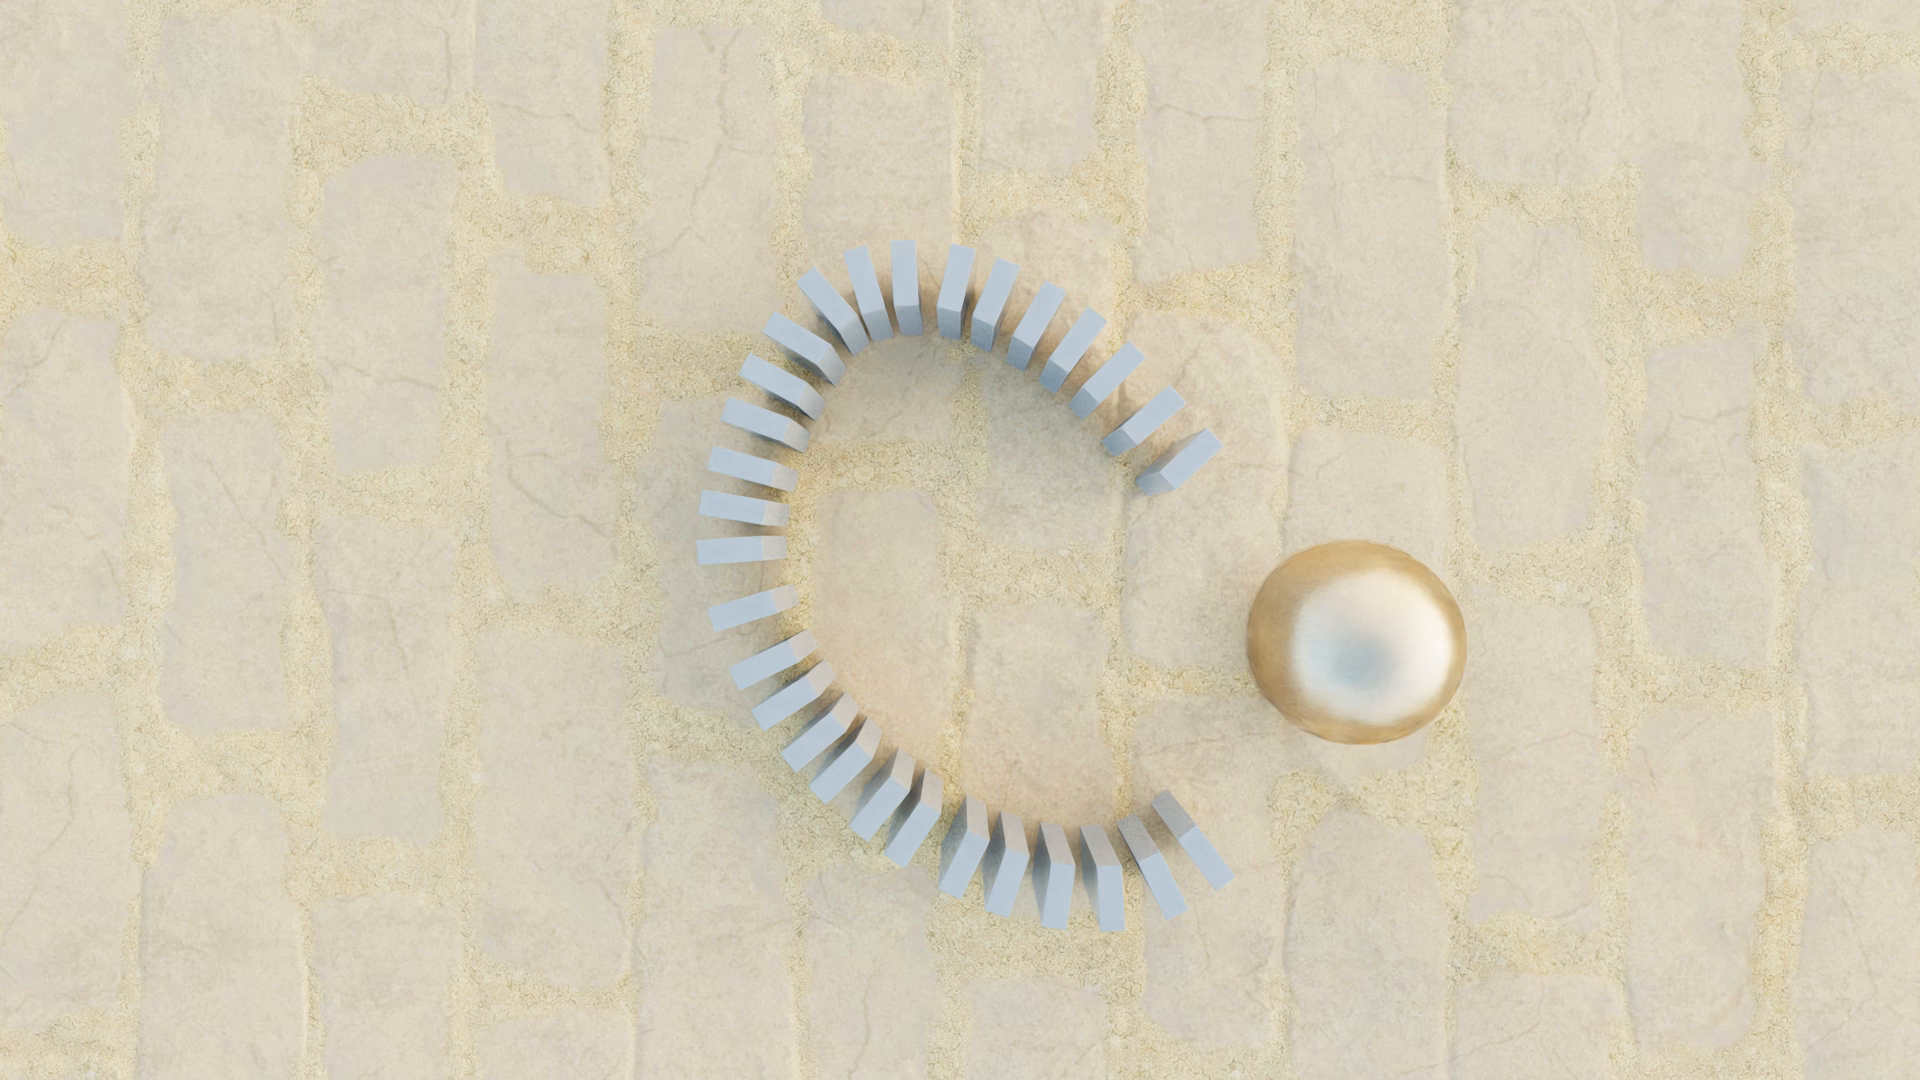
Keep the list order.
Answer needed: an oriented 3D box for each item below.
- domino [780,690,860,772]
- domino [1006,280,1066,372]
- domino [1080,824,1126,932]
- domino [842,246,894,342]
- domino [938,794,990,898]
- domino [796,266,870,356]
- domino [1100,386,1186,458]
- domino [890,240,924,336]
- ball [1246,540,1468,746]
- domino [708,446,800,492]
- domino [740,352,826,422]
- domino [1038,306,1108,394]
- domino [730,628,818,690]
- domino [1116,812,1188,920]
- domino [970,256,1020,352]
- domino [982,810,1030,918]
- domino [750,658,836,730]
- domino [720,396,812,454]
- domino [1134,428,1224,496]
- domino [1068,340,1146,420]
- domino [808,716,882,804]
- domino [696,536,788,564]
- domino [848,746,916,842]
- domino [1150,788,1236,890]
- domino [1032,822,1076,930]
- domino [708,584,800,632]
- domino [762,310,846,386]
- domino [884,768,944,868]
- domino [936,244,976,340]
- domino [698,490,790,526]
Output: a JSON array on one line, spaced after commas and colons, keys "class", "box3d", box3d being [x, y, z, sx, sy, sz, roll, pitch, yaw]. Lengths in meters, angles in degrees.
[{"class": "domino", "box3d": [-0.056, 0.077, 0.375, 0.025, 0.050, 0.010, -39, 90, 0]}, {"class": "domino", "box3d": [0.030, -0.086, 0.375, 0.009, 0.050, 0.025, 31, 90, 0]}, {"class": "domino", "box3d": [0.058, 0.137, 0.375, 0.009, 0.050, 0.025, -4, 90, 0]}, {"class": "domino", "box3d": [-0.037, -0.099, 0.375, 0.010, 0.050, 0.025, -17, 90, 0]}, {"class": "domino", "box3d": [0.002, 0.124, 0.375, 0.010, 0.050, 0.025, 26, 90, 0]}, {"class": "domino", "box3d": [-0.051, -0.092, 0.375, 0.009, 0.050, 0.025, -41, 90, 0]}, {"class": "domino", "box3d": [0.074, -0.048, 0.375, 0.025, 0.050, 0.009, -41, 90, 0]}, {"class": "domino", "box3d": [-0.021, -0.102, 0.375, 0.009, 0.050, 0.025, -3, 90, 0]}, {"class": "ball", "box3d": [0.154, 0.040, 0.360, 0.080, 0.080, 0.080, 0, 90, 0]}, {"class": "domino", "box3d": [-0.083, -0.028, 0.375, 0.025, 0.050, 0.010, 15, 90, 0]}, {"class": "domino", "box3d": [-0.071, -0.062, 0.375, 0.025, 0.050, 0.009, 28, 90, 0]}, {"class": "domino", "box3d": [0.045, -0.077, 0.375, 0.009, 0.050, 0.025, 37, 90, 0]}, {"class": "domino", "box3d": [-0.075, 0.048, 0.375, 0.025, 0.050, 0.009, -25, 90, 0]}, {"class": "domino", "box3d": [0.078, 0.132, 0.375, 0.010, 0.050, 0.025, -26, 90, 0]}, {"class": "domino", "box3d": [0.014, -0.095, 0.375, 0.009, 0.050, 0.025, 23, 90, 0]}, {"class": "domino", "box3d": [0.018, 0.131, 0.375, 0.009, 0.050, 0.025, 19, 90, 0]}, {"class": "domino", "box3d": [-0.067, 0.062, 0.375, 0.025, 0.050, 0.010, -33, 90, 0]}, {"class": "domino", "box3d": [-0.078, -0.046, 0.375, 0.025, 0.050, 0.009, 19, 90, 0]}, {"class": "domino", "box3d": [0.088, -0.031, 0.375, 0.025, 0.050, 0.010, -43, 90, 0]}, {"class": "domino", "box3d": [0.059, -0.064, 0.375, 0.025, 0.050, 0.009, -44, 90, 0]}, {"class": "domino", "box3d": [-0.046, 0.089, 0.375, 0.025, 0.050, 0.010, -44, 90, 0]}, {"class": "domino", "box3d": [-0.088, 0.004, 0.375, 0.025, 0.050, 0.009, -4, 90, 0]}, {"class": "domino", "box3d": [-0.031, 0.103, 0.375, 0.010, 0.050, 0.025, 40, 90, 0]}, {"class": "domino", "box3d": [0.094, 0.121, 0.375, 0.009, 0.050, 0.025, -37, 90, 0]}, {"class": "domino", "box3d": [0.038, 0.136, 0.375, 0.009, 0.050, 0.025, 8, 90, 0]}, {"class": "domino", "box3d": [-0.083, 0.027, 0.375, 0.025, 0.050, 0.010, -17, 90, 0]}, {"class": "domino", "box3d": [-0.063, -0.077, 0.375, 0.025, 0.050, 0.009, 31, 90, 0]}, {"class": "domino", "box3d": [-0.018, 0.113, 0.375, 0.010, 0.050, 0.025, 34, 90, 0]}, {"class": "domino", "box3d": [-0.001, -0.100, 0.375, 0.009, 0.050, 0.025, 14, 90, 0]}, {"class": "domino", "box3d": [-0.087, -0.013, 0.375, 0.025, 0.050, 0.010, 10, 90, 0]}]
